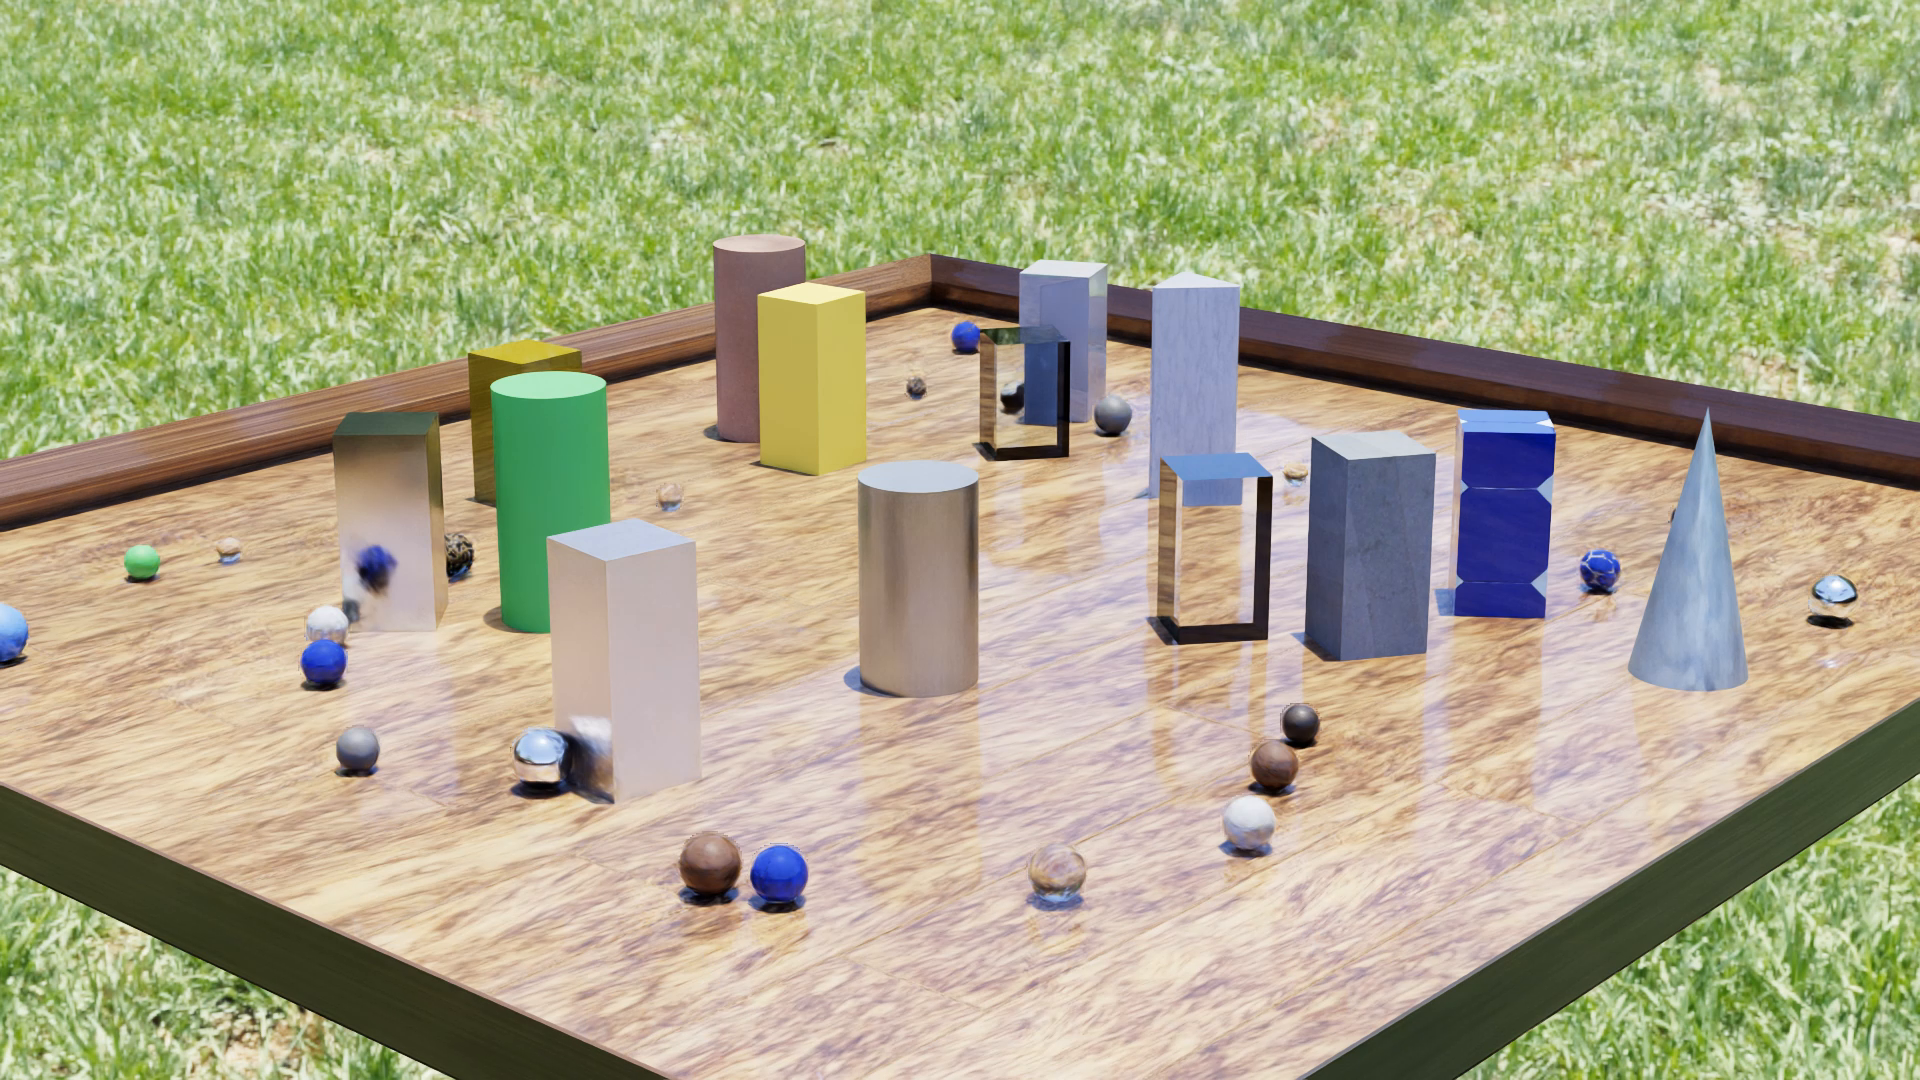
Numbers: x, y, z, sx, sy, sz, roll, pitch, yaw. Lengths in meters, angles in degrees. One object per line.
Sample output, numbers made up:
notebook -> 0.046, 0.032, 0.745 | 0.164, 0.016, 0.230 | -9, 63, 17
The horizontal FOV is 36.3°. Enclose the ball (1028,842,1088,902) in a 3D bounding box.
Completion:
ball -> 0.128, 0.438, 3.857 | 0.078, 0.078, 0.078 | 0, 17, 0

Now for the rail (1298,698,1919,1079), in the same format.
rail -> 1.217, 0.337, 4.109 | 0.045, 0.124, 3.536 | 14, 22, 39

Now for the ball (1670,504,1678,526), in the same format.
ball -> 1.353, -0.034, 5.407 | 0.086, 0.086, 0.086 | 0, 17, 0

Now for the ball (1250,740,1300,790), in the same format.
ball -> 0.455, 0.326, 4.242 | 0.070, 0.070, 0.070 | 0, 17, 0

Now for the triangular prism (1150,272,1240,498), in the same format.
triangular prism -> 0.446, -0.304, 5.725 | 0.166, 0.418, 0.144 | -2, 17, -5

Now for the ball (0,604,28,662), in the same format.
ball -> -1.568, 0.151, 4.777 | 0.096, 0.096, 0.096 | 0, 17, 0

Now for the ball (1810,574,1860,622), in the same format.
ball -> 1.482, 0.100, 4.972 | 0.081, 0.081, 0.081 | 0, 17, 0

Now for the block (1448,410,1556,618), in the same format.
block -> 0.928, -0.046, 5.033 | 0.153, 0.325, 0.153 | 1, 17, 5

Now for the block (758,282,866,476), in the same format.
block -> -0.297, -0.326, 5.918 | 0.153, 0.350, 0.153 | 12, 21, 35

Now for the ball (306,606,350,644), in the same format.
ball -> -1.045, 0.144, 4.842 | 0.071, 0.071, 0.071 | 0, 17, 0

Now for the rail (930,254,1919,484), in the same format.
rail -> 1.144, -0.350, 6.381 | 3.270, 0.124, 0.045 | 14, 22, 39

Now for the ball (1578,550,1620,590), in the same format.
ball -> 1.123, 0.052, 5.145 | 0.072, 0.072, 0.072 | 0, 17, 0

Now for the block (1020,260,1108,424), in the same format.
block -> 0.222, -0.429, 6.316 | 0.153, 0.317, 0.153 | 5, 18, 17

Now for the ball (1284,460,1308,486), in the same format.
ball -> 0.663, -0.133, 5.799 | 0.048, 0.048, 0.048 | 0, 17, 0

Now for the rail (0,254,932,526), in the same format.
rail -> -1.217, -0.274, 6.132 | 0.045, 0.124, 3.536 | 14, 22, 39

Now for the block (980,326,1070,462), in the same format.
block -> 0.132, -0.302, 6.024 | 0.153, 0.242, 0.153 | -4, 17, -12

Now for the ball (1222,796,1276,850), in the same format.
ball -> 0.397, 0.389, 4.026 | 0.074, 0.074, 0.074 | 0, 17, 0

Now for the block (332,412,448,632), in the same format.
block -> -0.960, -0.031, 4.953 | 0.153, 0.342, 0.153 | 0, 17, -2

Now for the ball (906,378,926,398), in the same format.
ball -> -0.096, -0.335, 6.472 | 0.046, 0.046, 0.046 | 0, 17, 0

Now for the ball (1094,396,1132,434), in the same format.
ball -> 0.322, -0.264, 6.178 | 0.080, 0.080, 0.080 | 0, 17, 0

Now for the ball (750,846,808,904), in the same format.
ball -> -0.237, 0.440, 3.853 | 0.077, 0.077, 0.077 | 0, 17, 0

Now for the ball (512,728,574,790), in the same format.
ball -> -0.604, 0.316, 4.238 | 0.089, 0.089, 0.089 | 0, 17, 0

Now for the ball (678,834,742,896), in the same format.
ball -> -0.330, 0.430, 3.876 | 0.083, 0.083, 0.083 | 0, 17, 0

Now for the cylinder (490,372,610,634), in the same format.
cylinder -> -0.687, -0.065, 4.956 | 0.191, 0.406, 0.191 | 0, 17, 0

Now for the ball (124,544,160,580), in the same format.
ball -> -1.453, 0.039, 5.207 | 0.062, 0.062, 0.062 | 0, 17, 0

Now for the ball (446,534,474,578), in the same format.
ball -> -0.903, 0.027, 5.217 | 0.078, 0.078, 0.078 | 0, 17, 0

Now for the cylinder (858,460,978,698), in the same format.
cylinder -> -0.066, 0.060, 4.661 | 0.191, 0.336, 0.191 | 0, 17, 0

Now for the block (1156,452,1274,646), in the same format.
block -> 0.425, 0.013, 4.908 | 0.153, 0.283, 0.153 | -3, 17, -10

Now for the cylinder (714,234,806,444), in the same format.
cylinder -> -0.417, -0.423, 6.144 | 0.191, 0.404, 0.191 | 0, 17, 0

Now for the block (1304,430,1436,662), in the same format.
block -> 0.673, 0.008, 4.826 | 0.153, 0.341, 0.153 | -5, 17, -15

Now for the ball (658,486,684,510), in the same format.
ball -> -0.556, -0.080, 5.624 | 0.049, 0.049, 0.049 | 0, 17, 0

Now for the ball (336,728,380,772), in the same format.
ball -> -0.885, 0.308, 4.310 | 0.064, 0.064, 0.064 | 0, 17, 0

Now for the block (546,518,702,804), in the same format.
block -> -0.484, 0.172, 4.243 | 0.153, 0.363, 0.153 | -14, 22, -38

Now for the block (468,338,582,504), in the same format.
block -> -0.836, -0.222, 5.672 | 0.153, 0.292, 0.153 | 14, 21, 38

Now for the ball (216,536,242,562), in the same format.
ball -> -1.323, 0.017, 5.309 | 0.045, 0.045, 0.045 | 0, 17, 0

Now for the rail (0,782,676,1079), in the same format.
rail -> -1.144, 0.412, 3.860 | 3.270, 0.124, 0.045 | 14, 22, 39

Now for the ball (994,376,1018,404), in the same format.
ball -> 0.107, -0.328, 6.408 | 0.063, 0.063, 0.063 | 0, 17, 0

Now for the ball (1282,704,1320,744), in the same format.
ball -> 0.514, 0.277, 4.423 | 0.058, 0.058, 0.058 | 0, 17, 0

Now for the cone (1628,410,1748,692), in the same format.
cone -> 1.176, 0.001, 4.674 | 0.191, 0.442, 0.191 | 0, 17, 0

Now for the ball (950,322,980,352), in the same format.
ball -> 0.014, -0.478, 6.901 | 0.071, 0.071, 0.071 | 0, 17, 0

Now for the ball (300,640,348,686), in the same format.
ball -> -1.013, 0.195, 4.670 | 0.073, 0.073, 0.073 | 0, 17, 0
